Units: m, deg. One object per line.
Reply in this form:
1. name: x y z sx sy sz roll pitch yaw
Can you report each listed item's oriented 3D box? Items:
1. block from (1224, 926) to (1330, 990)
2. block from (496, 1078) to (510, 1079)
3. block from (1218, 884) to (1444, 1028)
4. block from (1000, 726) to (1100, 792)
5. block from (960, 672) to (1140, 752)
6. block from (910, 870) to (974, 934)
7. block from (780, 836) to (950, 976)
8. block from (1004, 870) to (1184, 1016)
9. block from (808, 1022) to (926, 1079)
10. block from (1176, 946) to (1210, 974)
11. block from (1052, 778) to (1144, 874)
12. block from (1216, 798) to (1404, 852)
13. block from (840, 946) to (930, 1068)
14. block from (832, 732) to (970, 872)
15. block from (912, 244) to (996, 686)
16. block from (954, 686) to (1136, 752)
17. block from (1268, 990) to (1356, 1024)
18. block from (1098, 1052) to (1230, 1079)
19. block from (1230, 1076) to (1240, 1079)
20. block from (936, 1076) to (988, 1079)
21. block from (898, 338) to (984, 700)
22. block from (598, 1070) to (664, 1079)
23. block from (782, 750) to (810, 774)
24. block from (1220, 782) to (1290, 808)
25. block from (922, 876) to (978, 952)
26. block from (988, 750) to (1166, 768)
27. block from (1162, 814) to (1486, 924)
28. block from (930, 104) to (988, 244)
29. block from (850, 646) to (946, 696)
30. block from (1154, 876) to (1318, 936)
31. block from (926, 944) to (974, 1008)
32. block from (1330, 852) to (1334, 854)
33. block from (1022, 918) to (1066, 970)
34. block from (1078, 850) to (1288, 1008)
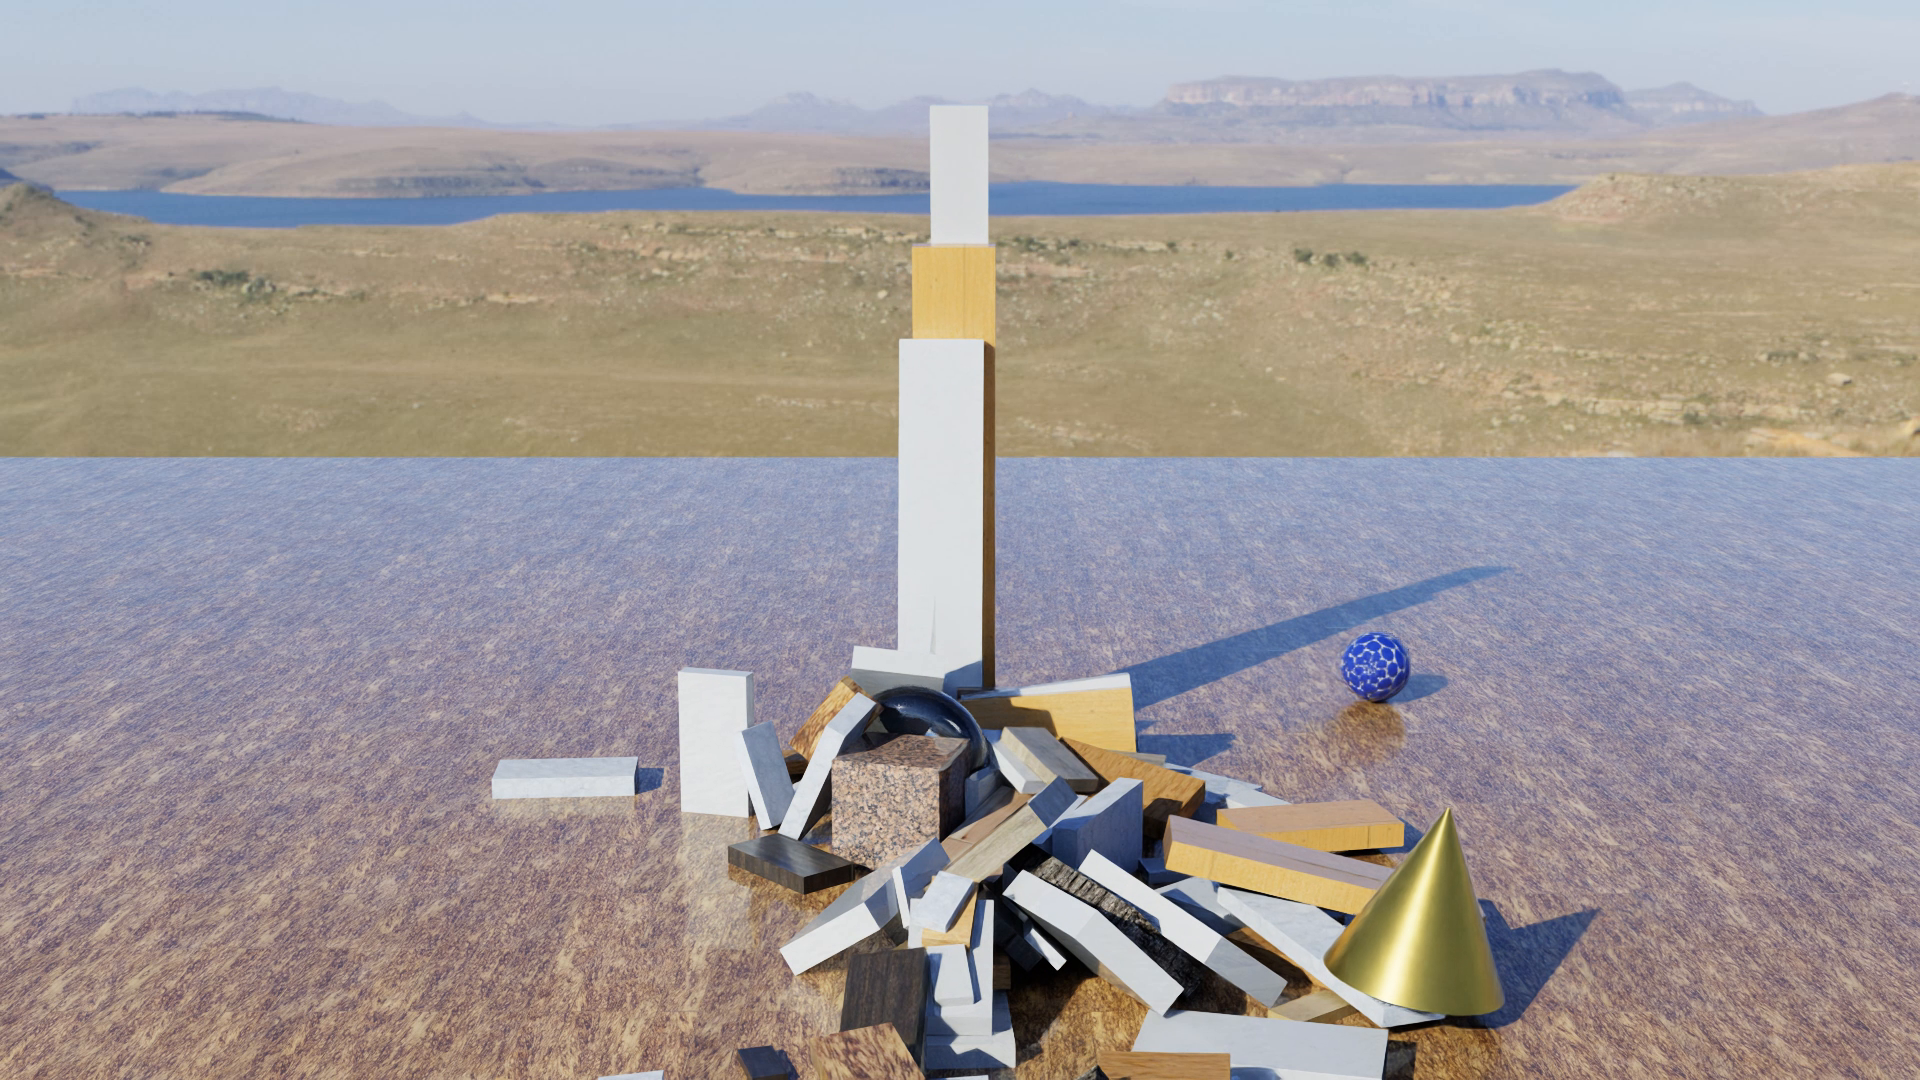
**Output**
1. block: 0.518 0.632 3.360 0.104 0.030 0.209 -10 15 -44
2. block: -0.606 0.731 2.872 0.049 0.014 0.097 3 11 16
3. block: 0.547 0.611 3.297 0.104 0.030 0.474 -3 14 -22
4. block: 0.160 0.392 3.944 0.092 0.026 0.184 5 23 -35
5. block: 0.177 0.365 4.299 0.330 0.165 0.047 -8 3 1
6. block: -0.025 0.518 3.151 0.053 0.015 0.106 12 34 19
7. block: -0.143 0.568 3.435 0.164 0.046 0.328 -32 -1 21
8. block: 0.186 0.576 3.174 0.171 0.049 0.343 43 -10 -12
9. block: -0.072 0.691 2.586 0.108 0.031 0.491 -8 13 -15
10. block: 0.353 0.640 3.353 0.060 0.017 0.121 6 12 29
11. block: 0.232 0.512 3.671 0.043 0.153 0.305 5 12 24
12. block: 0.617 0.508 3.885 0.293 0.042 0.147 -2 11 -12
13. block: -0.104 0.647 2.974 0.108 0.031 0.217 -8 36 10
14. block: -0.101 0.459 3.847 0.192 0.192 0.192 3 11 16
15. block: -0.010 -0.091 4.512 0.165 1.031 0.047 0 16 2
16. block: 0.154 0.372 4.255 0.363 0.147 0.042 -5 3 1
17. block: 0.506 0.677 3.156 0.121 0.017 0.060 -8 13 -38
18. block: 0.213 0.753 2.407 0.164 0.047 0.816 -1 11 7
19. block: 0.331 0.771 2.561 0.171 0.049 0.565 -2 11 -11
20. block: -0.036 0.802 2.260 0.153 0.043 0.978 -4 13 1
21. block: -0.038 0.026 4.390 0.167 0.849 0.047 0 2 2
22. block: -0.405 0.766 2.561 0.084 0.024 0.578 -6 13 -2
23. block: -0.302 0.436 4.345 0.212 0.026 0.092 -6 9 16
24. block: 0.552 0.489 4.024 0.143 0.020 0.072 19 23 13
25. block: -0.014 0.536 3.156 0.068 0.019 0.136 3 32 5
26. block: 0.173 0.431 4.120 0.408 0.043 0.153 5 17 11
27. block: 0.573 0.538 3.497 0.499 0.046 0.164 13 8 2
28. block: 0.001 -0.229 4.513 0.114 1.306 0.032 0 16 2
29. block: -0.125 0.315 4.088 0.167 0.334 0.047 6 54 -2
30. block: 0.475 0.580 3.604 0.307 0.043 0.153 -9 14 -41
31. block: -0.014 0.604 3.049 0.053 0.015 0.106 -3 32 -6
32. block: 0.607 0.531 3.930 0.143 0.020 0.072 5 11 24
33. block: 0.127 0.607 3.317 0.068 0.019 0.162 44 -1 3
34. block: 0.326 0.576 3.276 0.164 0.047 0.328 38 -6 -34
